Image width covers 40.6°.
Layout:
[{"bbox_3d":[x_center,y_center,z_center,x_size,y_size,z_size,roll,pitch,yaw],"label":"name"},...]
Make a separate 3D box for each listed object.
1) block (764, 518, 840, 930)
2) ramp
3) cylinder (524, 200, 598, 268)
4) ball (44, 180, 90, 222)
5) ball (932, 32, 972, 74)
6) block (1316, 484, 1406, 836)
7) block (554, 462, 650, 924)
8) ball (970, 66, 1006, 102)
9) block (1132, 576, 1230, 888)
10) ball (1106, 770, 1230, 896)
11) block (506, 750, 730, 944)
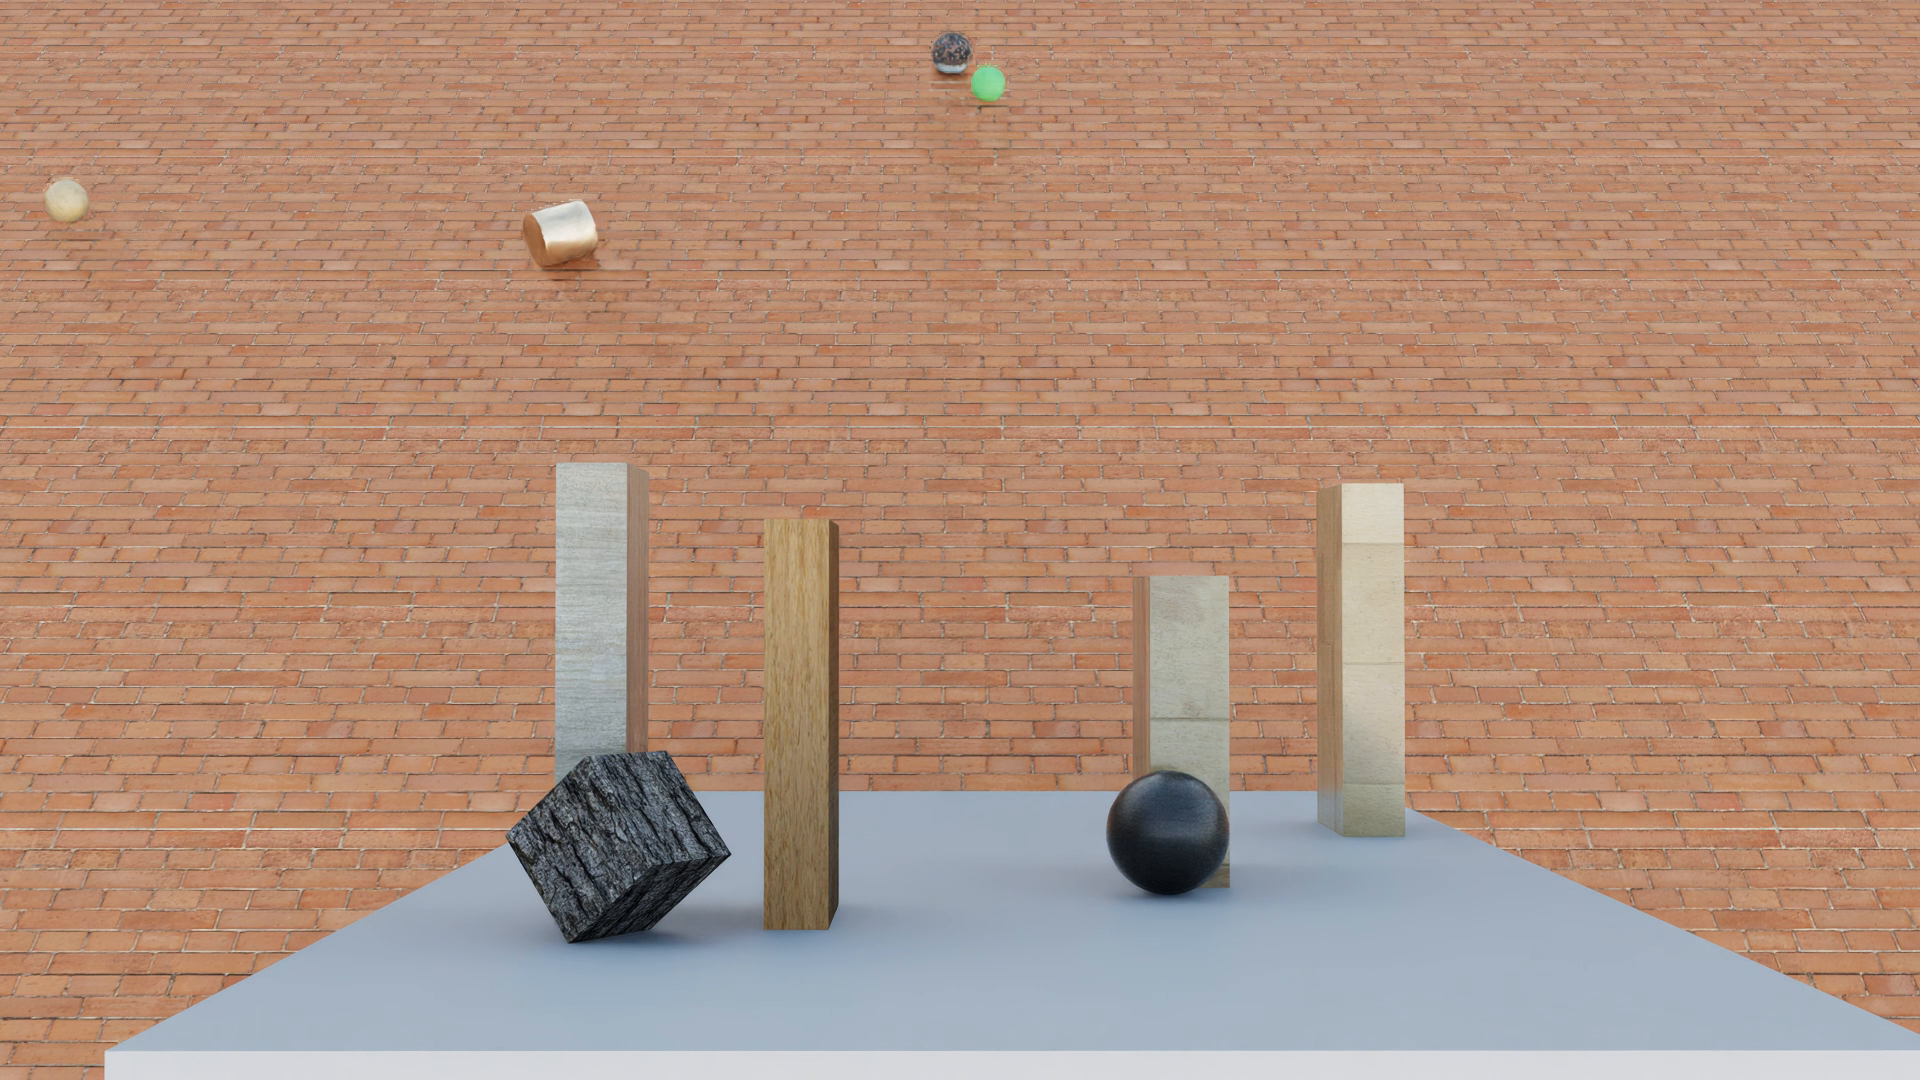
[{"bbox_3d":[-0.244,0.279,4.036,0.097,0.612,0.327,0,-2,0],"label":"block"},{"bbox_3d":[0.076,0.655,4.802,2.000,0.100,4.000,0,-2,0],"label":"ramp"},{"bbox_3d":[-1.440,-1.105,9.361,0.198,0.198,0.198,-19,39,-26],"label":"cylinder"},{"bbox_3d":[-3.309,-1.255,9.619,0.158,0.158,0.158,0,34,0],"label":"ball"},{"bbox_3d":[-0.032,-2.008,10.715,0.169,0.169,0.169,0,34,0],"label":"ball"},{"bbox_3d":[0.867,0.257,5.640,0.130,0.741,0.390,0,-2,0],"label":"block"},{"bbox_3d":[-0.560,0.236,4.079,0.107,0.700,0.283,0,-2,0],"label":"block"},{"bbox_3d":[0.114,-1.844,10.498,0.142,0.142,0.142,0,34,0],"label":"ball"},{"bbox_3d":[0.394,0.334,4.672,0.136,0.534,0.444,0,-2,0],"label":"block"},{"bbox_3d":[0.347,0.489,4.342,0.207,0.207,0.207,0,34,0],"label":"ball"},{"bbox_3d":[-0.497,0.444,3.781,0.190,0.190,0.190,55,24,20],"label":"block"}]
